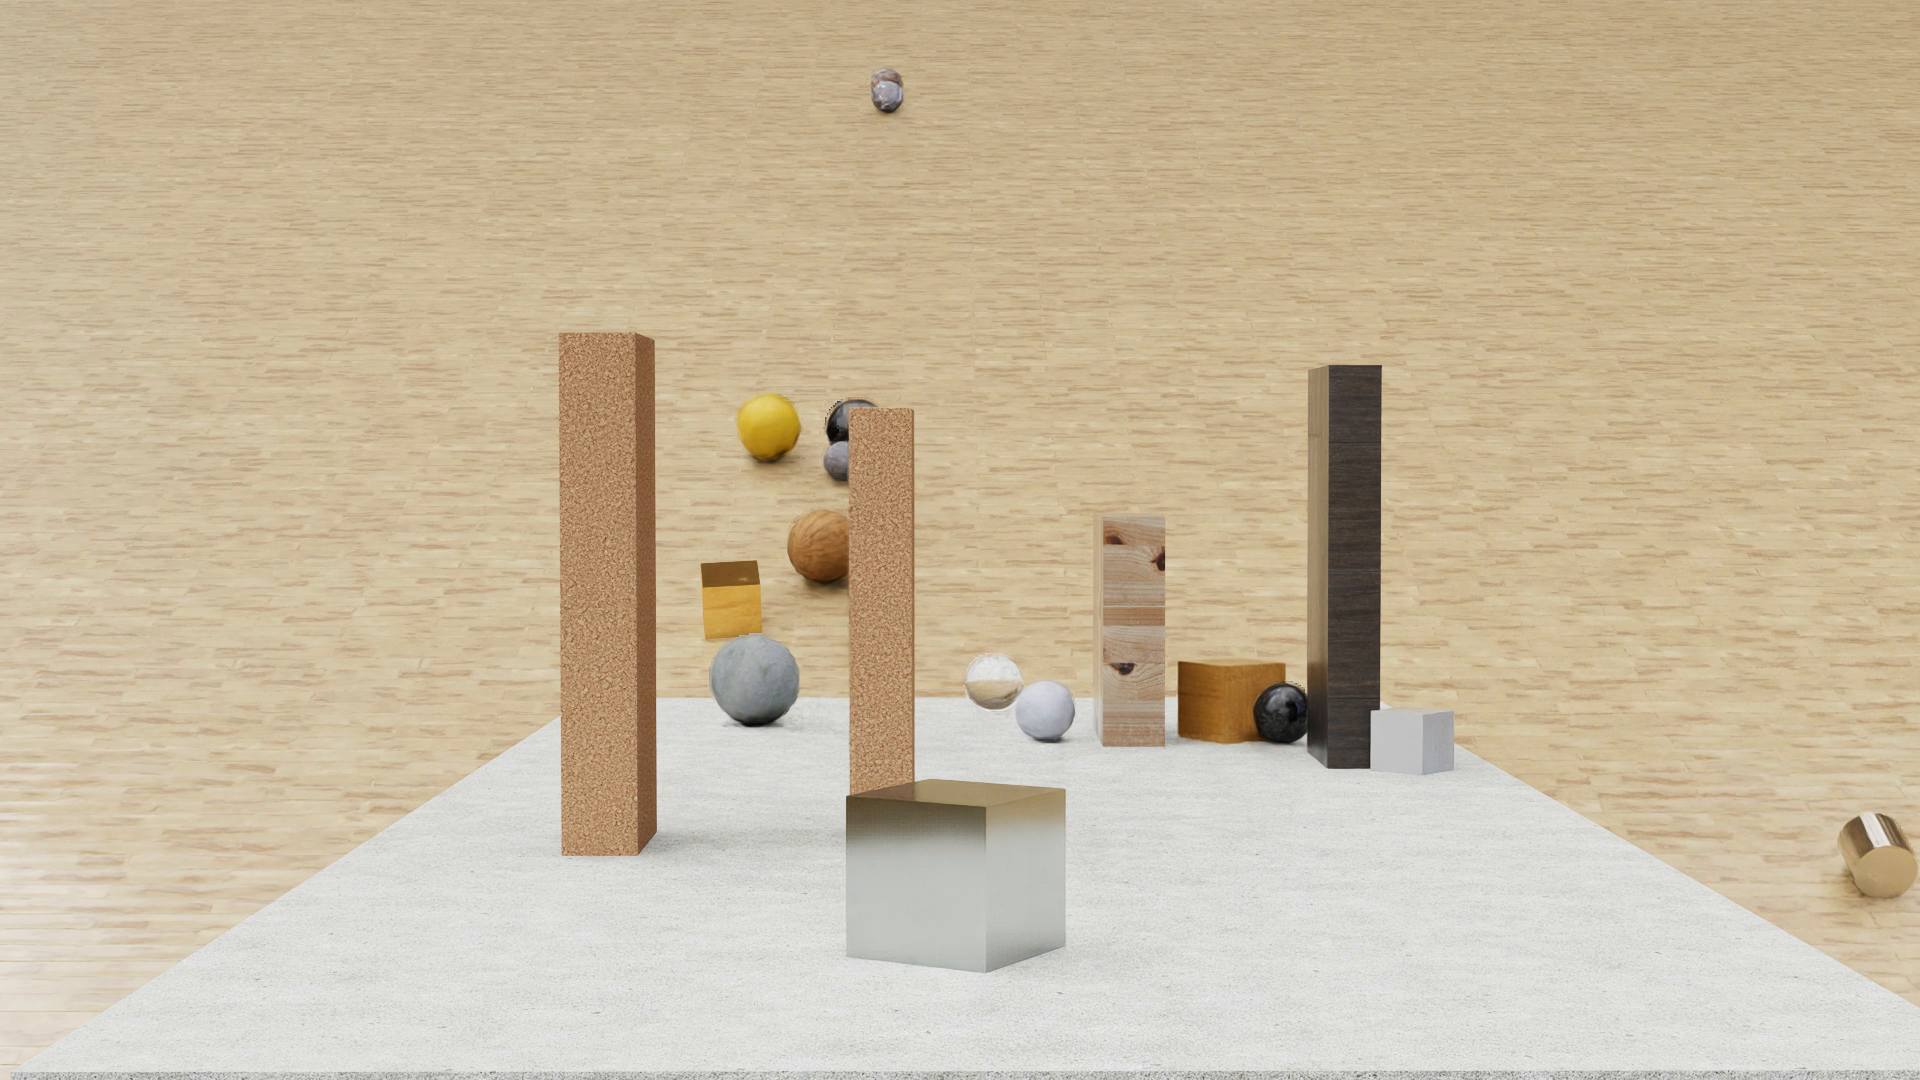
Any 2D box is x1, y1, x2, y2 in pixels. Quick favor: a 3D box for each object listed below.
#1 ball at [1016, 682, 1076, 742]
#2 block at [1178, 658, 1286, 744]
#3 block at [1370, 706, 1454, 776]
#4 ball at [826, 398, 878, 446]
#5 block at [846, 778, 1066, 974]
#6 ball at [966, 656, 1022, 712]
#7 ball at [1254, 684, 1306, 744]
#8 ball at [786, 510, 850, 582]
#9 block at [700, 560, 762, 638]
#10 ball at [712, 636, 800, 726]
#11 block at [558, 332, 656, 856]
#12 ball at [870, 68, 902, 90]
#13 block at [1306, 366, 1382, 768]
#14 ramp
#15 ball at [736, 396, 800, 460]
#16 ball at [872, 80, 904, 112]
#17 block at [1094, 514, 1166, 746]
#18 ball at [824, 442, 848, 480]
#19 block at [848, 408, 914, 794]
[{"bbox_3d":[0.183,0.368,5.543,0.129,0.129,0.129,0,25,0],"label":"ball"},{"bbox_3d":[0.590,0.348,5.601,0.165,0.165,0.165,-1,2,-31],"label":"block"},{"bbox_3d":[0.881,0.390,5.019,0.116,0.116,0.116,2,2,42],"label":"block"},{"bbox_3d":[-0.323,-0.346,8.147,0.200,0.200,0.200,0,25,0],"label":"ball"},{"bbox_3d":[-0.004,0.408,3.170,0.197,0.197,0.197,1,2,31],"label":"block"},{"bbox_3d":[0.082,0.344,6.171,0.137,0.137,0.137,0,25,0],"label":"ball"},{"bbox_3d":[0.689,0.369,5.489,0.129,0.129,0.129,0,25,0],"label":"ball"},{"bbox_3d":[-0.389,0.018,7.350,0.209,0.209,0.209,0,25,0],"label":"ball"},{"bbox_3d":[-0.630,0.163,7.098,0.156,0.156,0.156,-3,25,-7],"label":"block"},{"bbox_3d":[-0.466,0.320,5.880,0.203,0.203,0.203,0,25,0],"label":"ball"},{"bbox_3d":[-0.552,0.080,4.056,0.116,0.799,0.255,0,2,0],"label":"block"},{"bbox_3d":[-0.344,-2.134,12.067,0.152,0.152,0.152,0,25,0],"label":"ball"},{"bbox_3d":[0.770,0.049,5.178,0.103,0.789,0.297,0,2,0],"label":"block"},{"bbox_3d":[0.057,0.513,4.554,2.000,0.100,4.000,0,2,0],"label":"ramp"},{"bbox_3d":[-0.606,-0.356,8.165,0.203,0.203,0.203,0,25,0],"label":"ball"},{"bbox_3d":[-0.335,-2.044,11.878,0.146,0.146,0.146,0,25,0],"label":"ball"},{"bbox_3d":[0.366,0.188,5.615,0.131,0.484,0.387,0,2,0],"label":"block"},{"bbox_3d":[-0.364,-0.246,8.021,0.123,0.123,0.123,0,25,0],"label":"ball"},{"bbox_3d":[-0.123,0.135,4.107,0.097,0.684,0.264,0,2,0],"label":"block"}]
